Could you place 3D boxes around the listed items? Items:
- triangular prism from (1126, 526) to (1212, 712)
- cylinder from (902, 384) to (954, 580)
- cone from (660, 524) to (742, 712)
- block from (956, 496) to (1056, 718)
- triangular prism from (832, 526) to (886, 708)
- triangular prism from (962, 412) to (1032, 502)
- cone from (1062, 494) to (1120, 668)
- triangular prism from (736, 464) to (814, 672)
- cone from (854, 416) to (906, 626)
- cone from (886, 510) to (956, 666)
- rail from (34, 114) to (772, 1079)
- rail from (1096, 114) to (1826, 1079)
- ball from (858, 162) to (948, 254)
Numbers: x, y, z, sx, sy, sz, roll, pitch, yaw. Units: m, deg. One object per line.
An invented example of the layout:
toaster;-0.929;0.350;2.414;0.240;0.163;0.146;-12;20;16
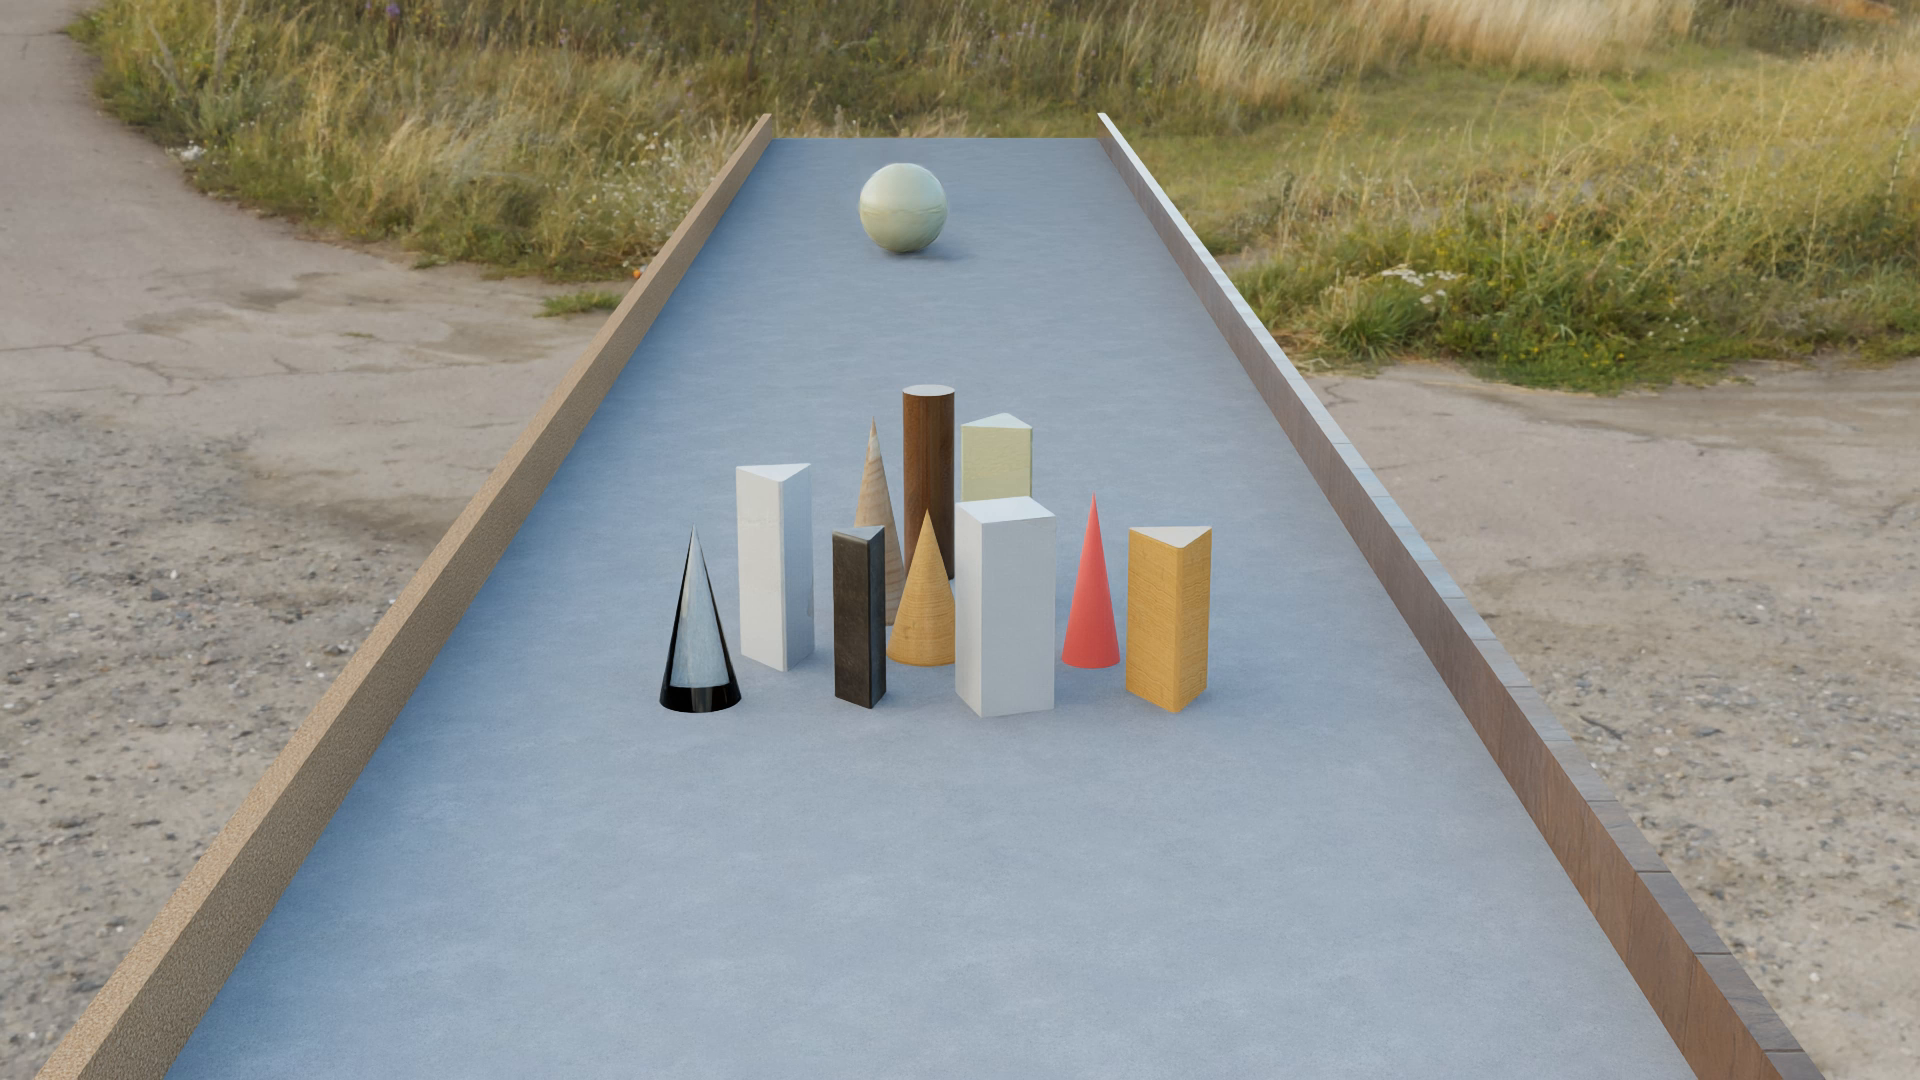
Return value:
triangular prism;0.420;0.141;4.185;0.135;0.324;0.155;-10;19;-31
cylinder;-0.069;-0.124;4.894;0.114;0.428;0.114;0;17;0
cone;-0.497;0.133;4.158;0.157;0.355;0.157;0;17;0
block;0.084;0.124;4.144;0.146;0.379;0.146;-6;18;-19
triangular prism;-0.174;0.141;4.168;0.099;0.333;0.086;15;23;42
triangular prism;0.086;-0.053;4.675;0.147;0.416;0.127;3;17;9
cone;0.263;0.070;4.375;0.119;0.351;0.119;0;17;0
triangular prism;-0.346;0.047;4.386;0.127;0.390;0.147;-14;21;-39
cone;-0.180;-0.050;4.628;0.160;0.438;0.160;0;17;0
cone;-0.065;0.082;4.417;0.171;0.304;0.171;0;17;0
rail;-1.118;-0.838;7.780;0.050;0.150;12.000;0;17;-1
rail;0.932;-0.844;7.801;0.050;0.150;12.000;0;17;-1
ball;-0.238;-1.401;9.273;0.378;0.378;0.378;0;17;0
